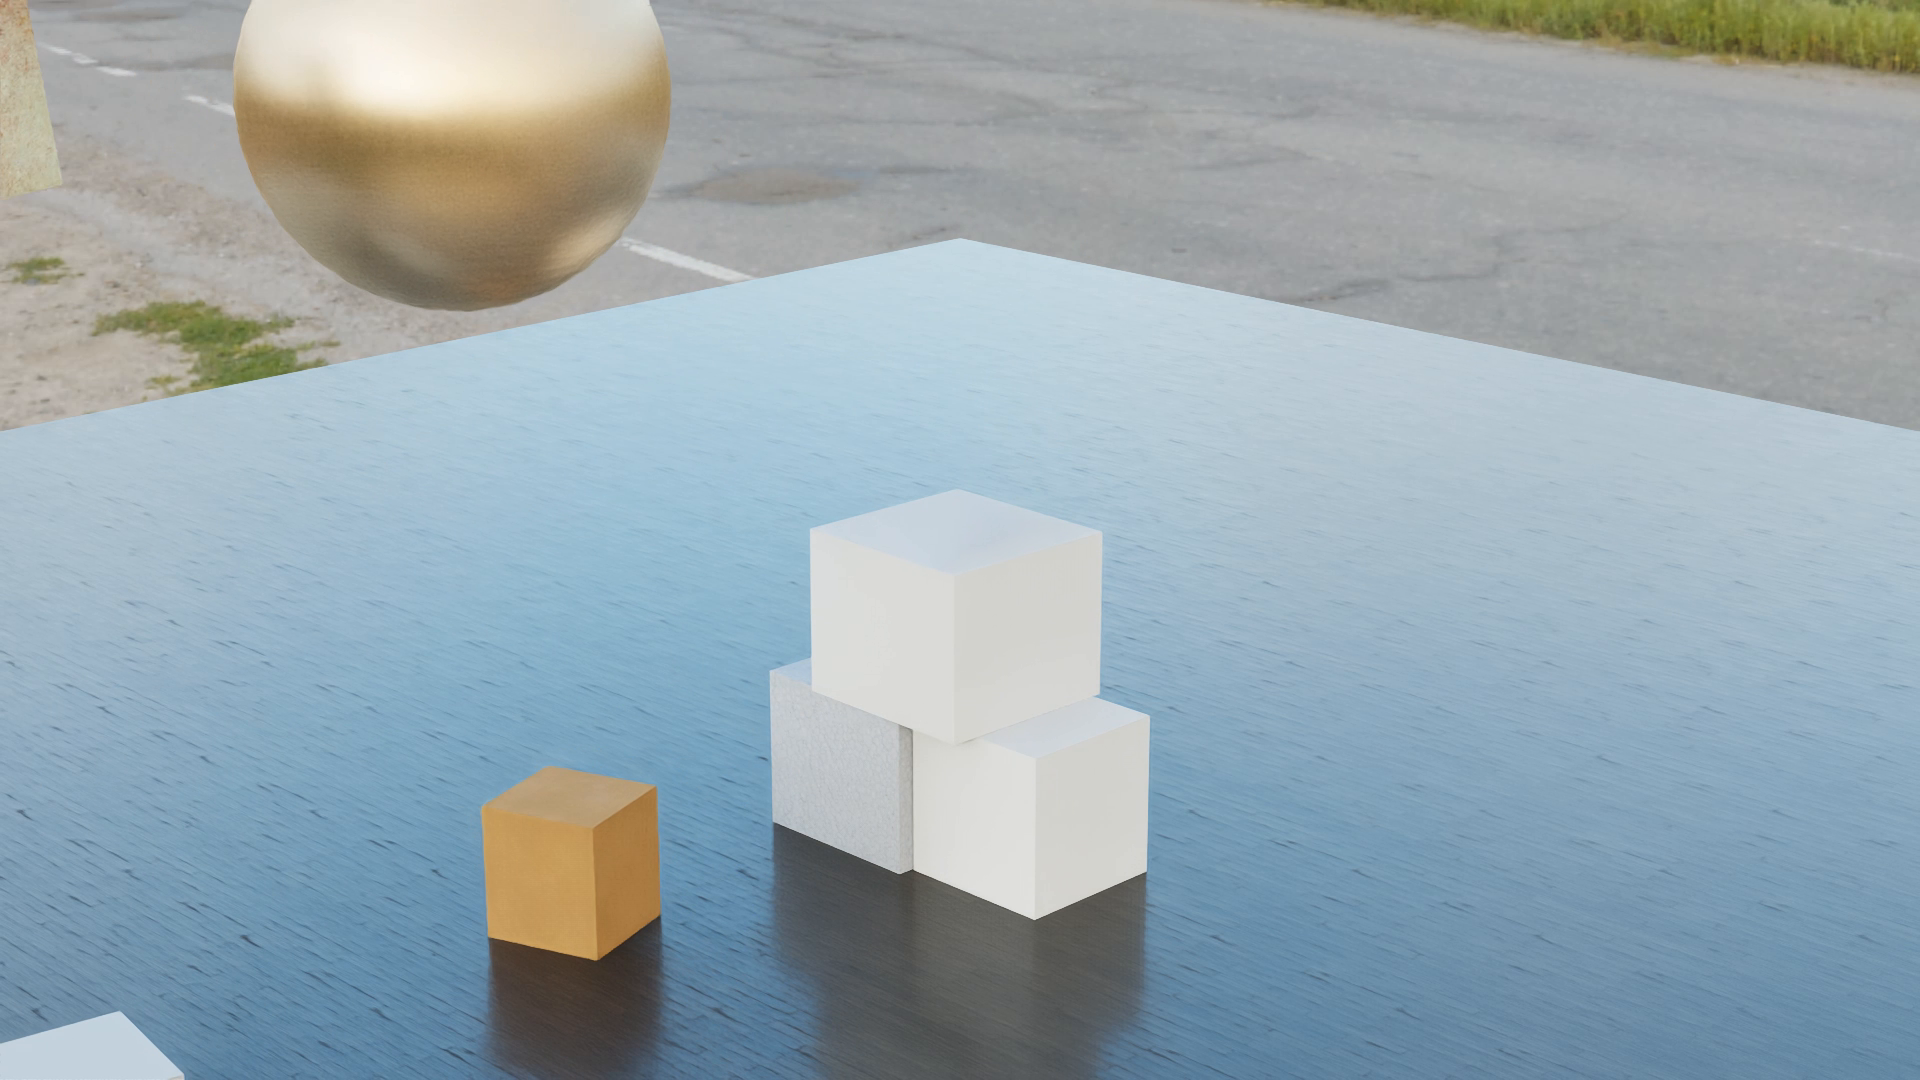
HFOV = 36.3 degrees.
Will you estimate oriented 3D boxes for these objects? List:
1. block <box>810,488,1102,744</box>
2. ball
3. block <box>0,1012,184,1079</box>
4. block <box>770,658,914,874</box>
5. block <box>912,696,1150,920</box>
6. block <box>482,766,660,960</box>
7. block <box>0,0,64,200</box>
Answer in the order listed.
[{"bbox_3d":[-0.019,0.330,13.426,0.931,0.785,0.948,-16,24,-41],"label":"block"},{"bbox_3d":[-1.871,-1.648,10.862,1.600,1.600,1.600,0,17,0],"label":"ball"},{"bbox_3d":[-3.190,2.149,10.563,0.623,0.566,0.617,-12,21,-34],"label":"block"},{"bbox_3d":[-0.279,0.983,13.936,0.873,0.768,0.877,-17,24,-42],"label":"block"},{"bbox_3d":[0.323,1.157,13.386,0.747,0.766,0.770,-17,24,-42],"label":"block"},{"bbox_3d":[-1.697,1.407,12.841,0.562,0.616,0.527,8,19,24],"label":"block"},{"bbox_3d":[-3.367,-1.419,9.285,0.690,0.672,0.643,16,29,42],"label":"block"}]
